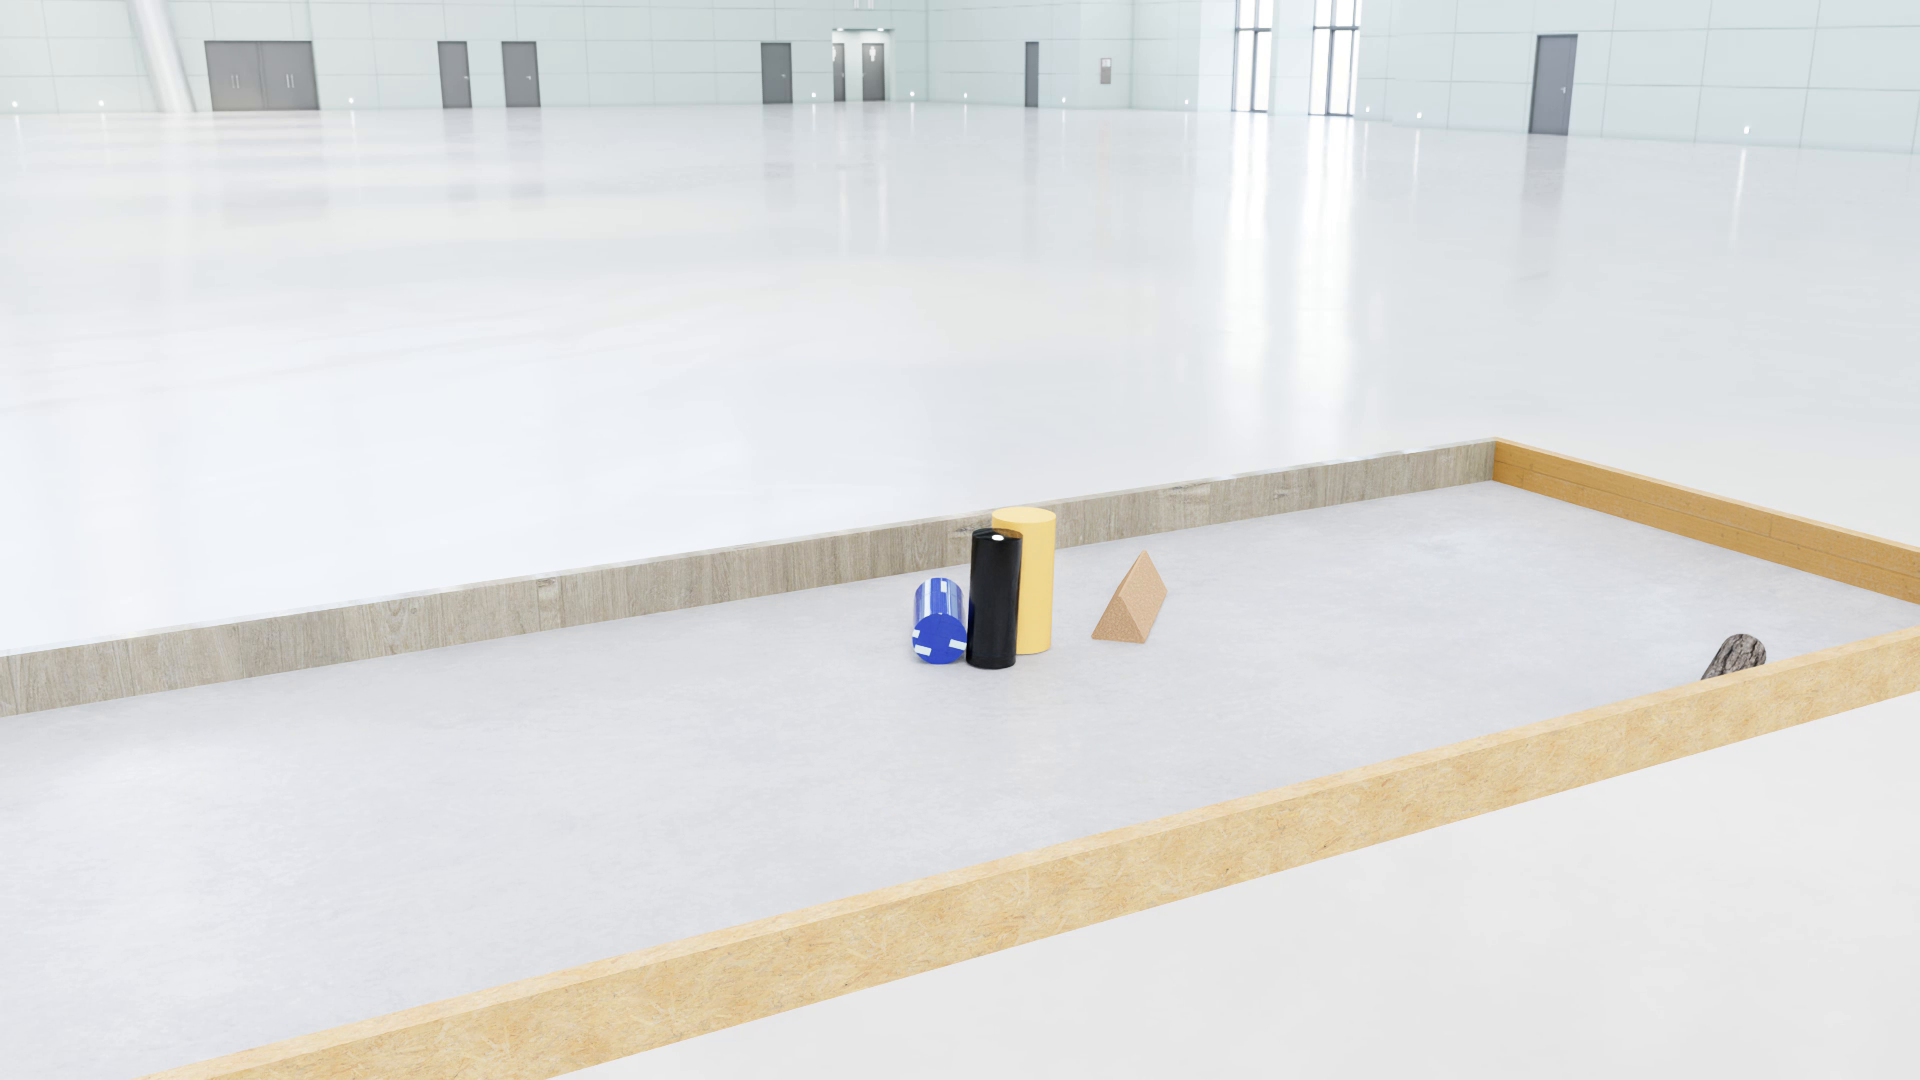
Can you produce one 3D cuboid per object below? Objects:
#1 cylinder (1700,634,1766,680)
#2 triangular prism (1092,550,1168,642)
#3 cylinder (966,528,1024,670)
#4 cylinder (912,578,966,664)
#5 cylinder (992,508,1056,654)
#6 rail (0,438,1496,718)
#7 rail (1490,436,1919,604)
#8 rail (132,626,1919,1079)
[{"bbox_3d":[1.876,0.336,4.022,0.107,0.107,0.399,11,19,32],"label":"cylinder"},{"bbox_3d":[0.481,0.149,4.616,0.144,0.125,0.444,5,17,14],"label":"triangular prism"},{"bbox_3d":[0.088,0.149,4.236,0.131,0.339,0.131,3,16,-1],"label":"cylinder"},{"bbox_3d":[-0.055,0.212,4.383,0.141,0.141,0.301,0,16,-1],"label":"cylinder"},{"bbox_3d":[0.163,0.106,4.357,0.167,0.355,0.167,1,15,0],"label":"cylinder"},{"bbox_3d":[-3.305,0.497,3.399,12.000,0.150,0.050,-9,18,-27],"label":"rail"},{"bbox_3d":[2.466,-0.048,5.253,0.050,0.150,2.100,-9,18,-27],"label":"rail"},{"bbox_3d":[-2.336,1.006,1.665,12.000,0.150,0.050,-9,18,-27],"label":"rail"}]
